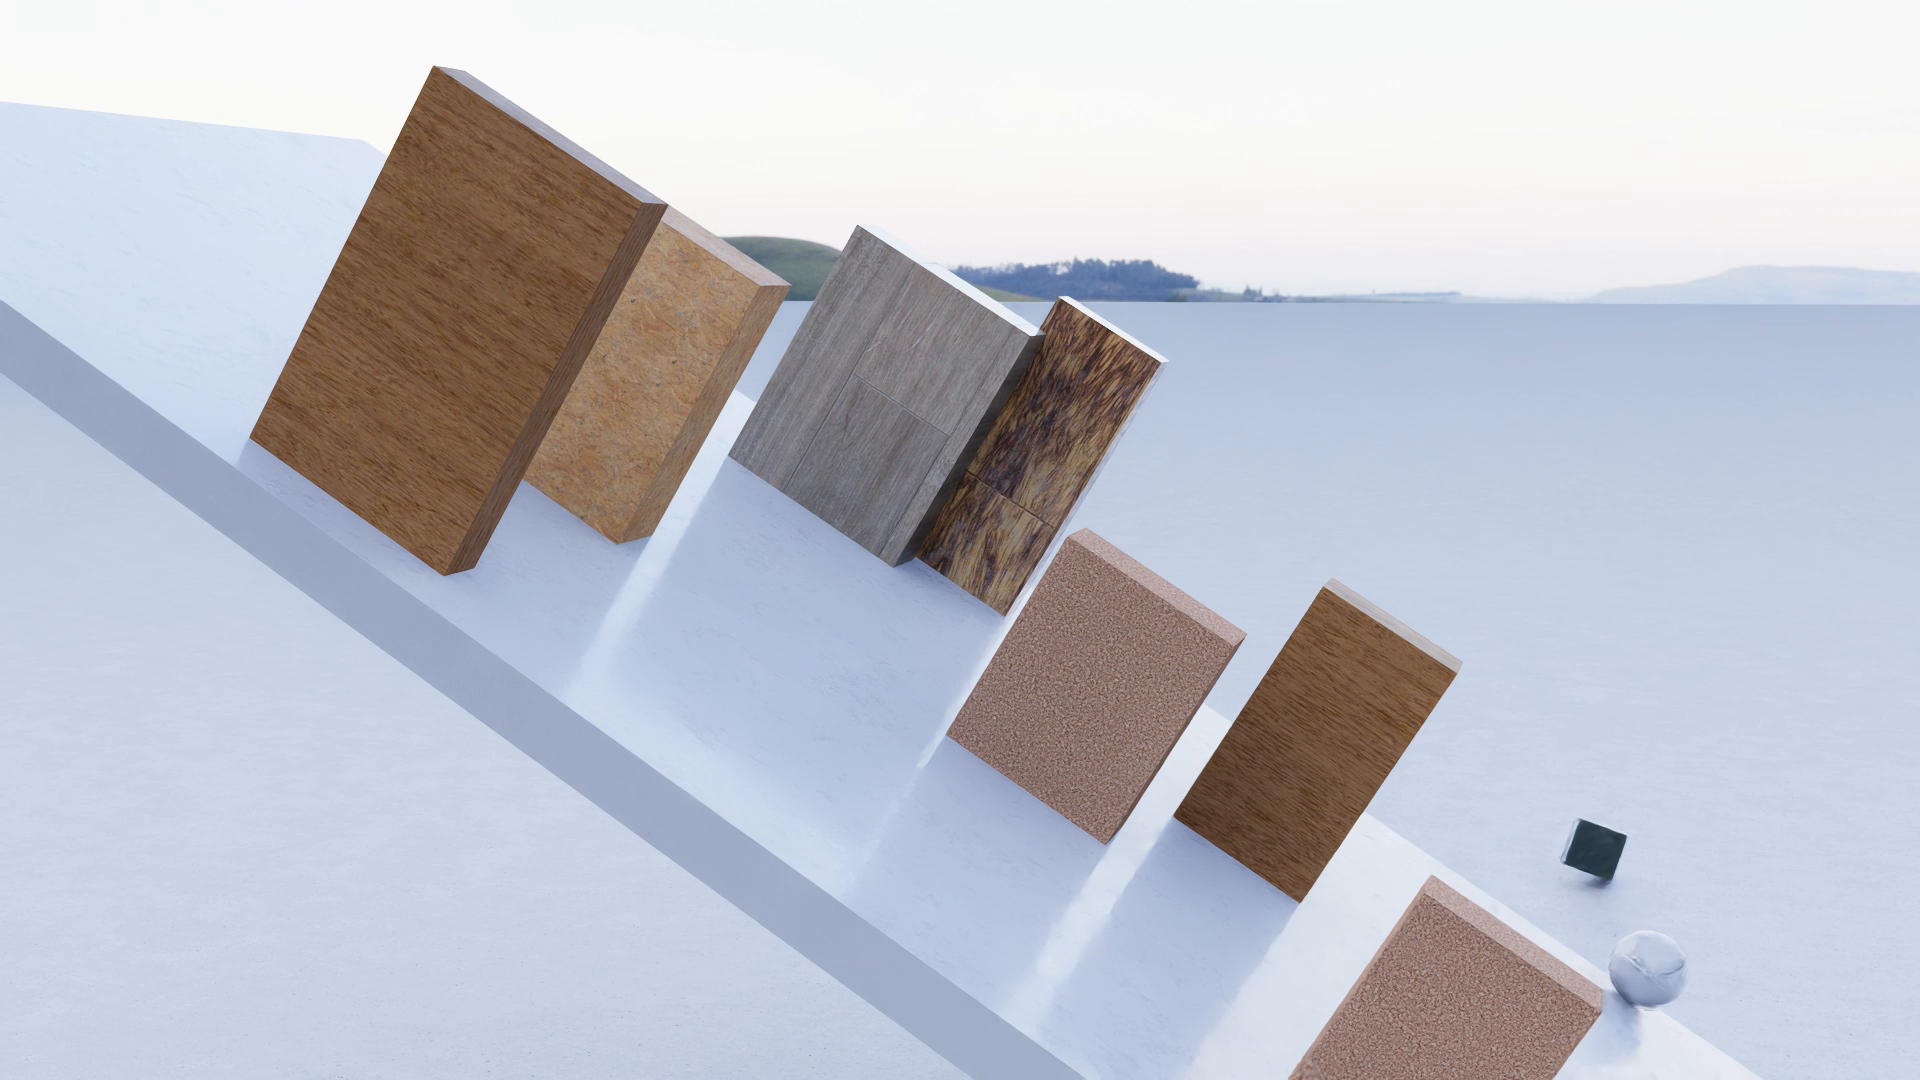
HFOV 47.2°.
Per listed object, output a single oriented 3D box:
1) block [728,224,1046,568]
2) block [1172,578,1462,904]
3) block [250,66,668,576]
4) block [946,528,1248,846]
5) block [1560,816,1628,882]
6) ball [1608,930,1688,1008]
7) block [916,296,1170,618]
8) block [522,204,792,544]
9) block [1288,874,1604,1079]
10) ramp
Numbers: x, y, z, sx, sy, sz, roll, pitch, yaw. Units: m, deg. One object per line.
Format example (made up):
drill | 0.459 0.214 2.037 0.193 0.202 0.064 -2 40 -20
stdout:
block | -0.158 -0.306 4.653 0.438 0.572 0.132 34 15 11
block | 0.670 0.375 4.135 0.288 0.530 0.127 34 15 11
block | -0.772 -0.330 3.356 0.394 0.658 0.093 34 15 11
block | 0.240 0.255 3.886 0.344 0.426 0.134 34 15 11
block | 1.928 0.940 6.696 0.147 0.147 0.147 20 -1 11
ball | 1.460 0.910 4.663 0.163 0.163 0.163 0 7 0
block | 0.164 -0.177 4.718 0.260 0.646 0.082 34 15 11
block | -0.566 -0.298 3.903 0.283 0.532 0.147 34 15 11
block | 0.704 0.748 3.238 0.294 0.401 0.106 34 15 11
ramp | -0.159 0.263 4.115 4.000 0.100 2.000 34 15 11
